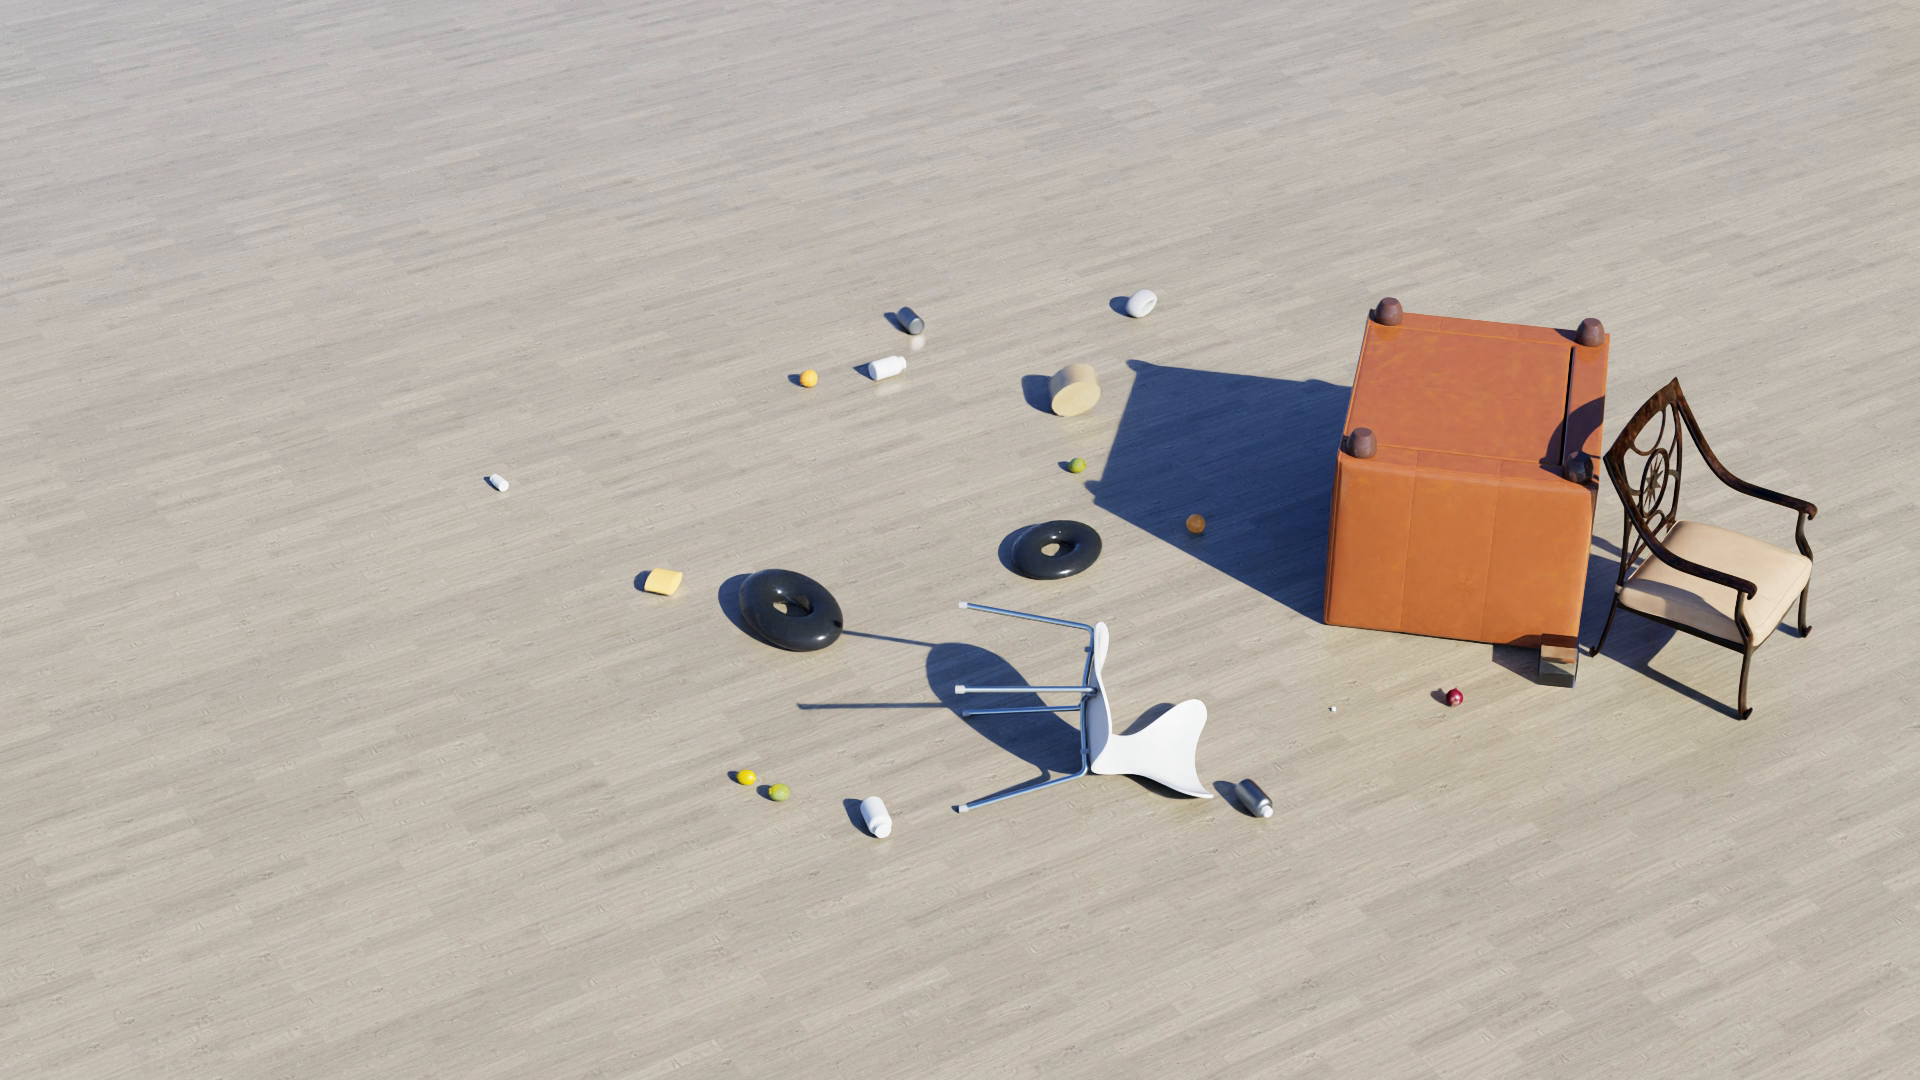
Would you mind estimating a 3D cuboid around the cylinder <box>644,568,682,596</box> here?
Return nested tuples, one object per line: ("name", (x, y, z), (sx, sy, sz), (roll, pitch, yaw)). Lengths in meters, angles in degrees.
("cylinder", (-1.078, 0.151, 10.663), (0.092, 0.058, 0.130), (11, 34, 16))

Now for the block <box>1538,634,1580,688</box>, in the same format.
("block", (2.080, 0.420, 10.196), (0.128, 0.122, 0.141), (6, 34, 9))

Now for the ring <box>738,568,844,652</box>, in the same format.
("ring", (-0.604, 0.248, 10.472), (0.324, 0.109, 0.506), (-18, 37, -27))

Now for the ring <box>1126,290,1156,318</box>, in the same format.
("ring", (0.765, -0.999, 12.378), (0.078, 0.094, 0.150), (34, 59, 29))

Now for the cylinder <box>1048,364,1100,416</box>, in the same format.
("cylinder", (0.456, -0.600, 11.710), (0.205, 0.143, 0.144), (-26, 32, 12))

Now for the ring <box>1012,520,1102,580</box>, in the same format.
("ring", (0.358, 0.034, 10.833), (0.314, 0.066, 0.389), (21, 38, 28))
